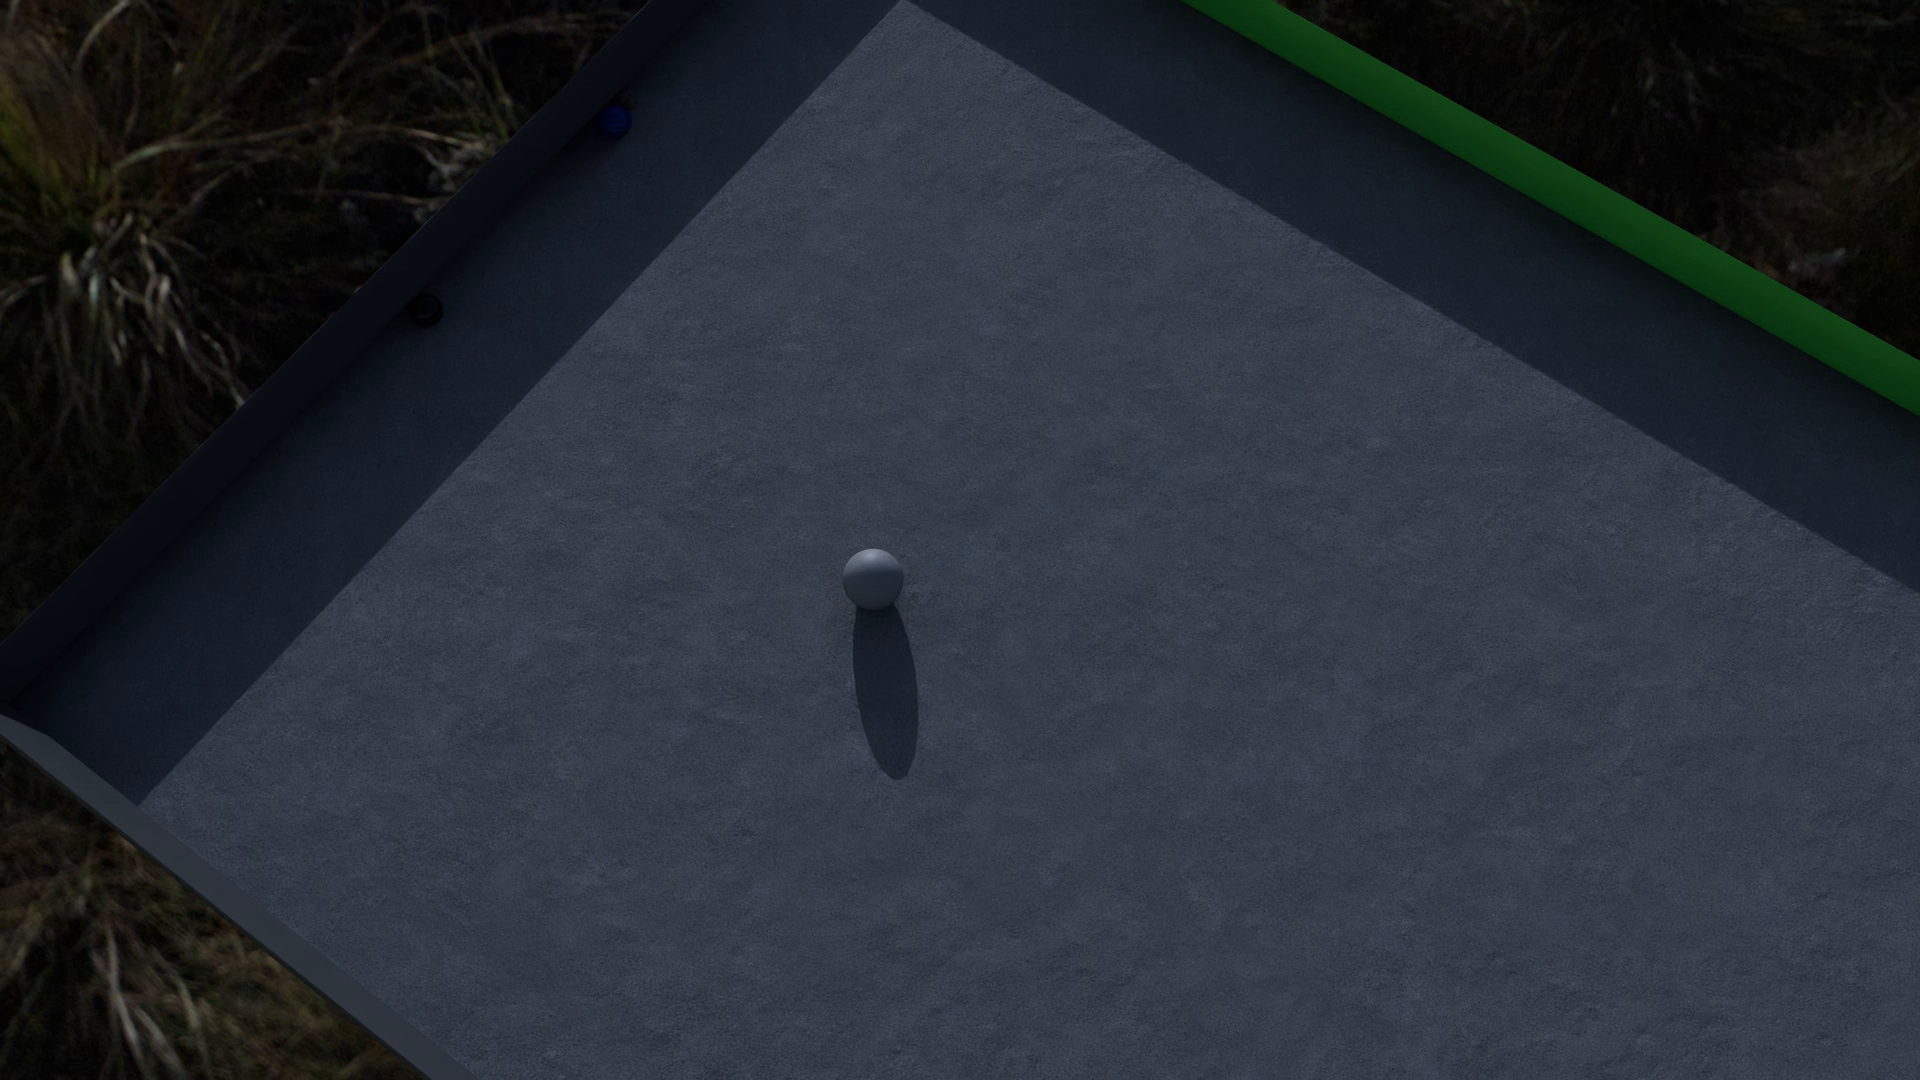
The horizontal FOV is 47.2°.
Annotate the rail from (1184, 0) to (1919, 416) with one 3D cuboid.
[{"bbox_3d":[1.539,-0.276,3.701,4.268,0.129,0.045,33,68,15],"label":"rail"}]

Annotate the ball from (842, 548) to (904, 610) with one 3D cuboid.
[{"bbox_3d":[-0.141,0.063,3.553,0.099,0.099,0.099,0,64,0],"label":"ball"}]

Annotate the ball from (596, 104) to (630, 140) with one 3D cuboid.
[{"bbox_3d":[-0.627,-0.755,3.973,0.063,0.063,0.063,0,64,0],"label":"ball"}]

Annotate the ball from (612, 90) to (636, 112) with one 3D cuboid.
[{"bbox_3d":[-0.611,-0.799,4.006,0.043,0.043,0.043,0,64,0],"label":"ball"}]

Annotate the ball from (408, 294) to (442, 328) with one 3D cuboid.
[{"bbox_3d":[-0.924,-0.397,3.800,0.059,0.059,0.059,0,64,0],"label":"ball"}]

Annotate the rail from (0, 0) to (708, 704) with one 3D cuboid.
[{"bbox_3d":[-0.840,-0.570,3.845,0.045,0.129,2.342,33,68,15],"label":"rail"}]

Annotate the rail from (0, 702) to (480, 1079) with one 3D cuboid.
[{"bbox_3d":[0.179,1.384,2.889,4.268,0.129,0.045,33,68,15],"label":"rail"}]
